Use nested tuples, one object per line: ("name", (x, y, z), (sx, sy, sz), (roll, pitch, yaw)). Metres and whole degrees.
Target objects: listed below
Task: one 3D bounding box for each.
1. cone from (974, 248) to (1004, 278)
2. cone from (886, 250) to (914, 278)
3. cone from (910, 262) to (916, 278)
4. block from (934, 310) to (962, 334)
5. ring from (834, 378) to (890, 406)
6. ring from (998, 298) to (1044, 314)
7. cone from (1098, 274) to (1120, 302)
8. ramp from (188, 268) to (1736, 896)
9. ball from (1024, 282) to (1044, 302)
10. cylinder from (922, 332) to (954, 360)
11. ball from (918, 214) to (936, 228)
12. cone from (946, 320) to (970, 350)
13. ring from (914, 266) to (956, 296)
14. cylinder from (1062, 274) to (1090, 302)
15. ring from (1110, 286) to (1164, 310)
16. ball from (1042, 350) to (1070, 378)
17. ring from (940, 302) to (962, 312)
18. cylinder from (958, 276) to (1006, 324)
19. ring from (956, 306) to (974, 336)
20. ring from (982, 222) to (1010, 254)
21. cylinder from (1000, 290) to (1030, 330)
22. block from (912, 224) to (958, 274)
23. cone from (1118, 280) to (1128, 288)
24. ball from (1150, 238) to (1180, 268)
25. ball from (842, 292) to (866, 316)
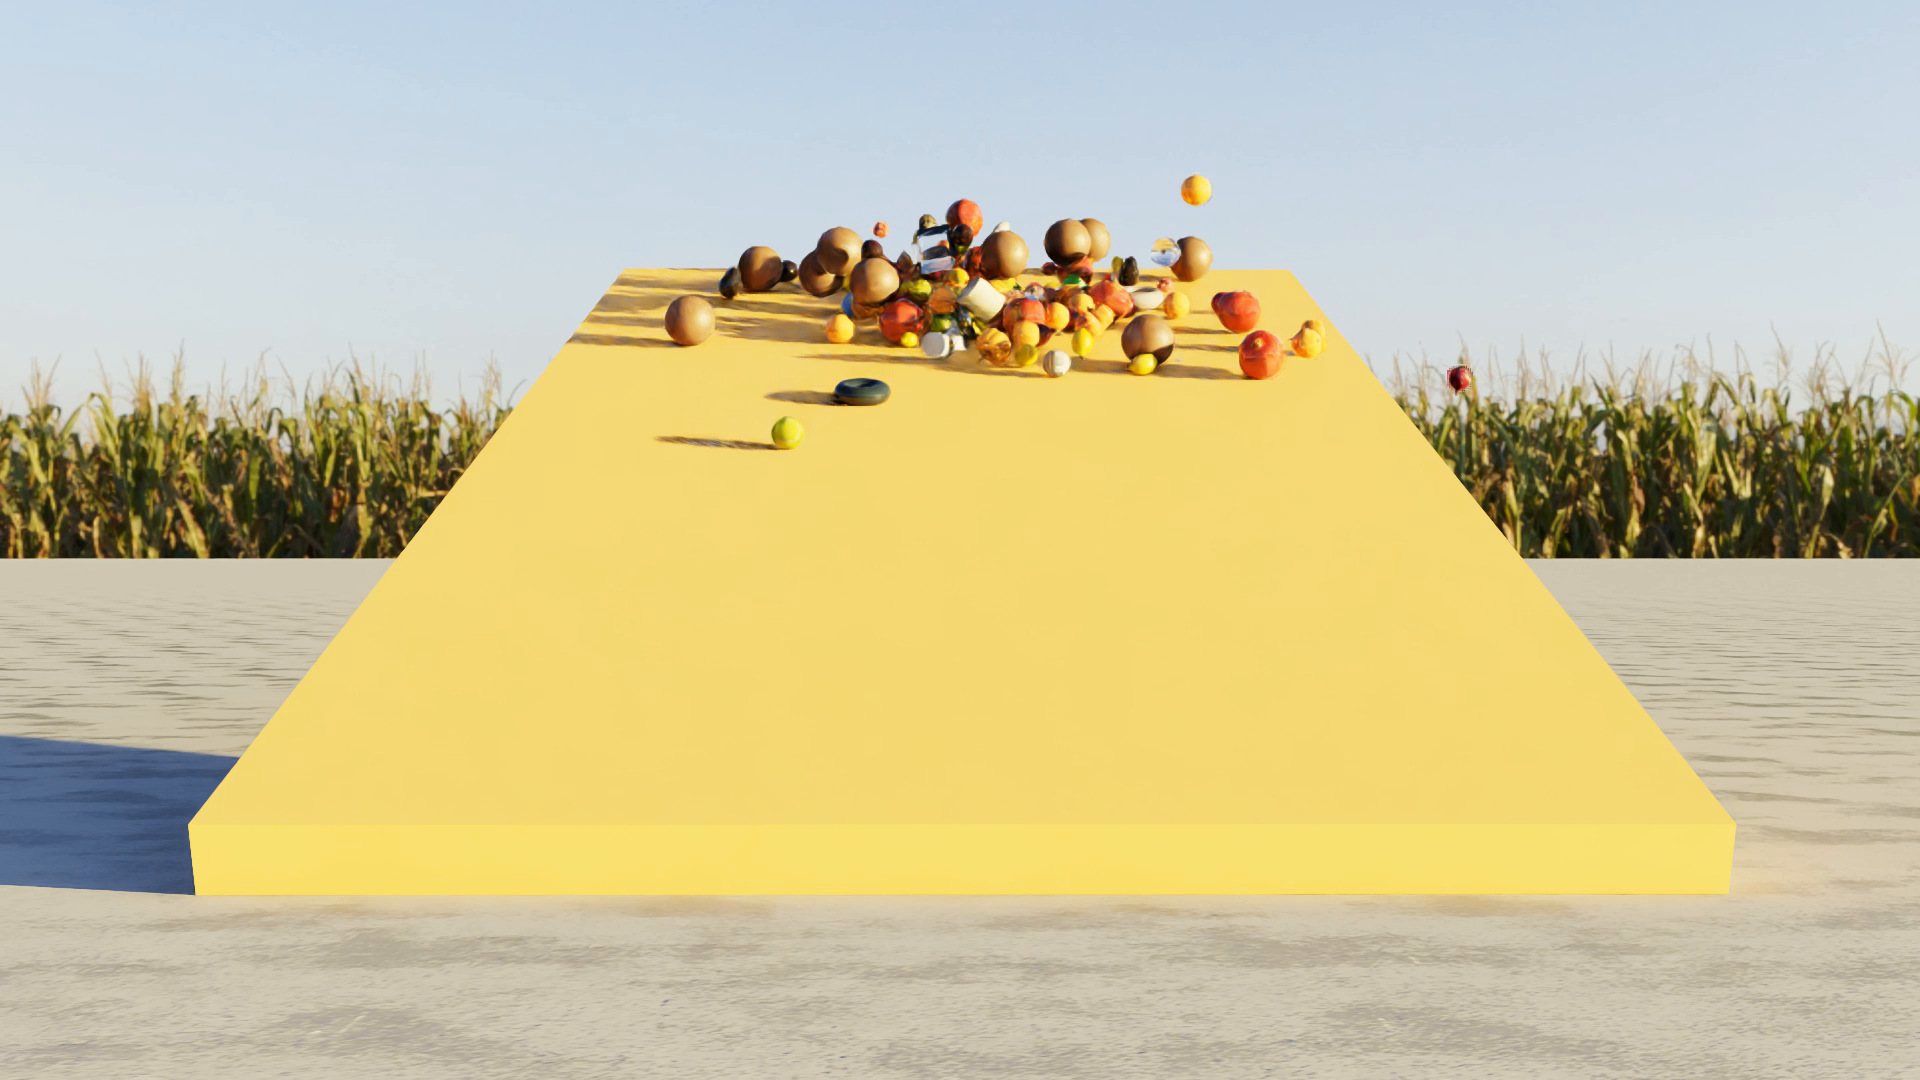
("cone", (0.076, -0.796, 6.558), (0.093, 0.093, 0.093), (0, 42, 15))
("cone", (-0.182, -0.798, 6.573), (0.085, 0.085, 0.085), (-31, 5, -9))
("cone", (-0.133, -0.779, 6.535), (0.057, 0.057, 0.057), (0, -22, -43))
("block", (-0.031, -0.557, 5.757), (0.061, 0.061, 0.061), (4, 18, 13))
("ring", (-0.222, -0.338, 5.078), (0.131, 0.044, 0.131), (1, 18, 0))
("ring", (0.157, -0.636, 6.008), (0.143, 0.048, 0.143), (-6, 7, 1))
("cone", (0.439, -0.690, 6.209), (0.081, 0.081, 0.081), (17, -6, -21))
("ramp", (-0.003, -0.176, 4.799), (2.000, 0.100, 4.000), (0, 17, 0))
("ball", (0.188, -0.631, 5.648), (0.050, 0.050, 0.050), (0, 0, 0))
("cylinder", (-0.054, -0.475, 5.434), (0.063, 0.063, 0.063), (0, -1, 19))
("ball", (-0.092, -0.891, 6.269), (0.052, 0.052, 0.052), (0, 0, 0))
("cone", (-0.015, -0.525, 5.623), (0.078, 0.078, 0.078), (0, 17, 0))
("ring", (-0.071, -0.753, 6.282), (0.130, 0.130, 0.043), (0, 22, -30))
("cylinder", (0.322, -0.701, 6.191), (0.057, 0.057, 0.057), (0, -24, 32))
("ring", (0.489, -0.666, 6.132), (0.150, 0.050, 0.150), (0, 18, 0))
("ball", (0.230, -0.422, 5.314), (0.067, 0.067, 0.067), (0, 0, 0))
("ring", (-0.016, -0.622, 6.001), (0.075, 0.025, 0.075), (-8, -1, 0))
("cylinder", (0.054, -0.610, 5.646), (0.086, 0.086, 0.086), (39, -15, -18))
("ring", (0.015, -0.552, 5.617), (0.028, 0.083, 0.083), (-21, 0, -1))
("ring", (0.104, -0.885, 6.504), (0.037, 0.112, 0.112), (40, -4, -5))
("cylinder", (0.142, -0.605, 5.849), (0.077, 0.077, 0.077), (-2, 35, 2))
("block", (-0.072, -0.807, 6.176), (0.095, 0.095, 0.095), (-12, -15, -12))
("cone", (0.446, -0.696, 6.269), (0.056, 0.056, 0.056), (-23, -8, 20))
("ball", (0.554, -0.776, 6.003), (0.081, 0.081, 0.081), (0, 0, 0))
("ball", (-0.287, -0.635, 6.001), (0.065, 0.065, 0.065), (0, 0, 0))
